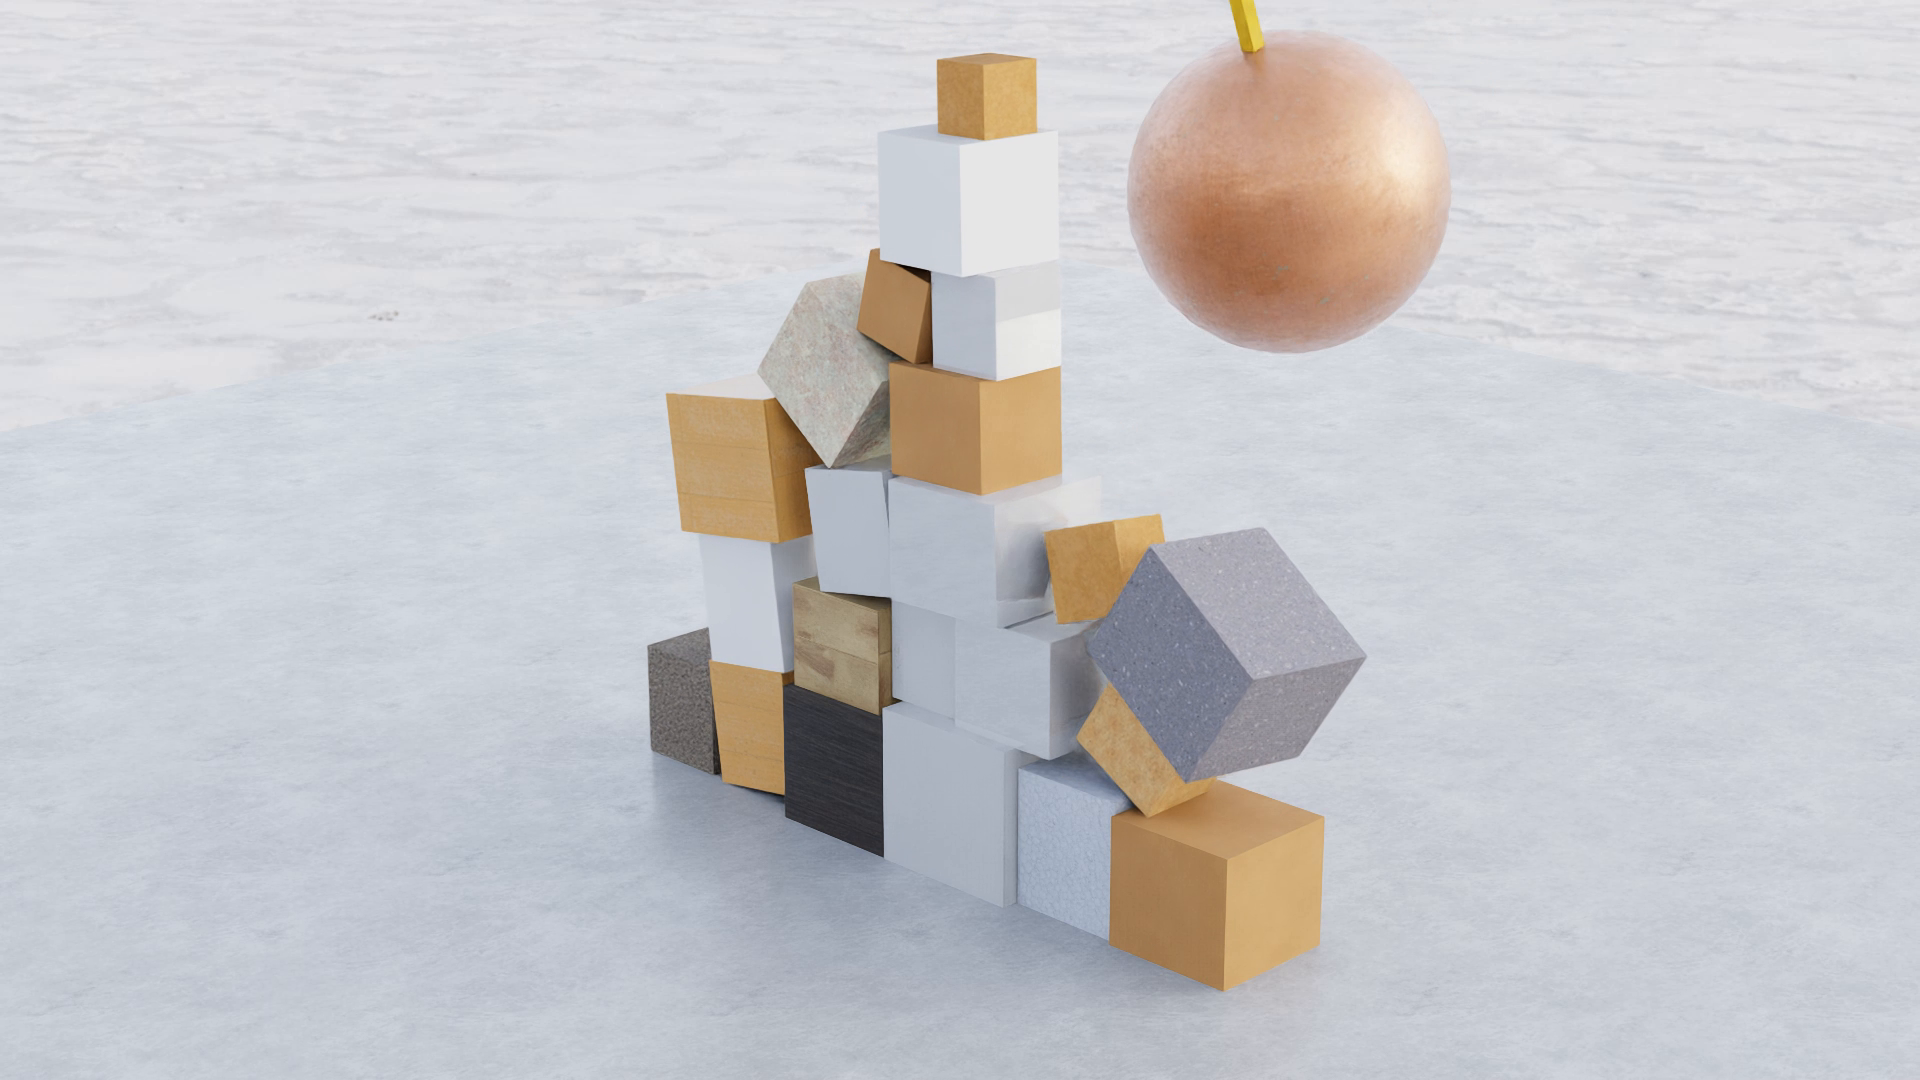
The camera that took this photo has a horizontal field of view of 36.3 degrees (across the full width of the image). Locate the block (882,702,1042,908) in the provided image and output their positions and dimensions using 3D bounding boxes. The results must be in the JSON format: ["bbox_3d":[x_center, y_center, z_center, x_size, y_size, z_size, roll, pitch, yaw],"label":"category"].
[{"bbox_3d":[0.177,1.130,13.505,0.728,0.746,0.772,-17,24,-42],"label":"block"}]

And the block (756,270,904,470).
[{"bbox_3d":[-0.433,-0.810,13.561,0.606,0.598,0.621,-17,61,-42],"label":"block"}]

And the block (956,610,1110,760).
[{"bbox_3d":[0.382,0.583,13.097,0.579,0.541,0.558,17,24,42],"label":"block"}]

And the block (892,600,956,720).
[{"bbox_3d":[0.024,0.483,13.479,0.482,0.504,0.468,-17,24,-42],"label":"block"}]

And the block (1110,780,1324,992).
[{"bbox_3d":[1.106,1.473,12.655,0.646,0.602,0.648,-17,24,-42],"label":"block"}]

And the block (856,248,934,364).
[{"bbox_3d":[-0.152,-1.079,13.150,0.419,0.393,0.388,-17,38,-42],"label":"block"}]

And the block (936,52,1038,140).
[{"bbox_3d":[0.116,-1.918,12.664,0.305,0.319,0.305,-15,22,-39],"label":"block"}]

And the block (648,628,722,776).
[{"bbox_3d":[-1.226,0.799,14.857,0.492,0.566,0.497,17,24,42],"label":"block"}]

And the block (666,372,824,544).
[{"bbox_3d":[-0.886,-0.418,14.108,0.685,0.680,0.720,-17,16,-42],"label":"block"}]

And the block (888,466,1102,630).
[{"bbox_3d":[0.160,-0.012,13.158,0.661,0.560,0.683,15,23,43],"label":"block"}]

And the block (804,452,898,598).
[{"bbox_3d":[-0.290,-0.097,13.611,0.598,0.581,0.524,-17,14,-42],"label":"block"}]

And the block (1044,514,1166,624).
[{"bbox_3d":[0.649,0.124,12.739,0.383,0.405,0.346,-9,-1,40],"label":"block"}]

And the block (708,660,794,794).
[{"bbox_3d":[-0.824,0.859,14.456,0.538,0.624,0.544,-17,16,-42],"label":"block"}]

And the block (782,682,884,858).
[{"bbox_3d":[-0.331,1.004,14.028,0.759,0.672,0.683,-17,24,-42],"label":"block"}]

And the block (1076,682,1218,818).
[{"bbox_3d":[0.876,0.828,12.664,0.415,0.429,0.487,-18,56,-44],"label":"block"}]

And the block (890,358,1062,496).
[{"bbox_3d":[0.071,-0.544,13.077,0.507,0.510,0.573,-17,22,-42],"label":"block"}]

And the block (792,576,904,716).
[{"bbox_3d":[-0.370,0.443,13.846,0.593,0.509,0.579,-17,24,-42],"label":"block"}]

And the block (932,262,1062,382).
[{"bbox_3d":[0.160,-0.982,12.856,0.401,0.454,0.396,-17,22,-42],"label":"block"}]

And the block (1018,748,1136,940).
[{"bbox_3d":[0.657,1.321,13.057,0.555,0.651,0.573,-17,24,-42],"label":"block"}]

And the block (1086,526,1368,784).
[{"bbox_3d":[1.117,0.475,12.342,0.671,0.638,0.769,-9,50,-39],"label":"block"}]

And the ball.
[{"bbox_3d":[1.623,-1.721,14.502,1.600,1.600,1.600,0,17,0],"label":"ball"}]

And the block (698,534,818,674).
[{"bbox_3d":[-0.849,0.226,14.322,0.590,0.669,0.538,-17,16,-42],"label":"block"}]

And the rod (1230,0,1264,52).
[{"bbox_3d":[0.703,-4.443,12.683,0.080,5.200,0.080,17,46,42],"label":"rod"}]

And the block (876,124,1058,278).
[{"bbox_3d":[0.036,-1.508,12.843,0.562,0.565,0.553,-15,21,-38],"label":"block"}]
